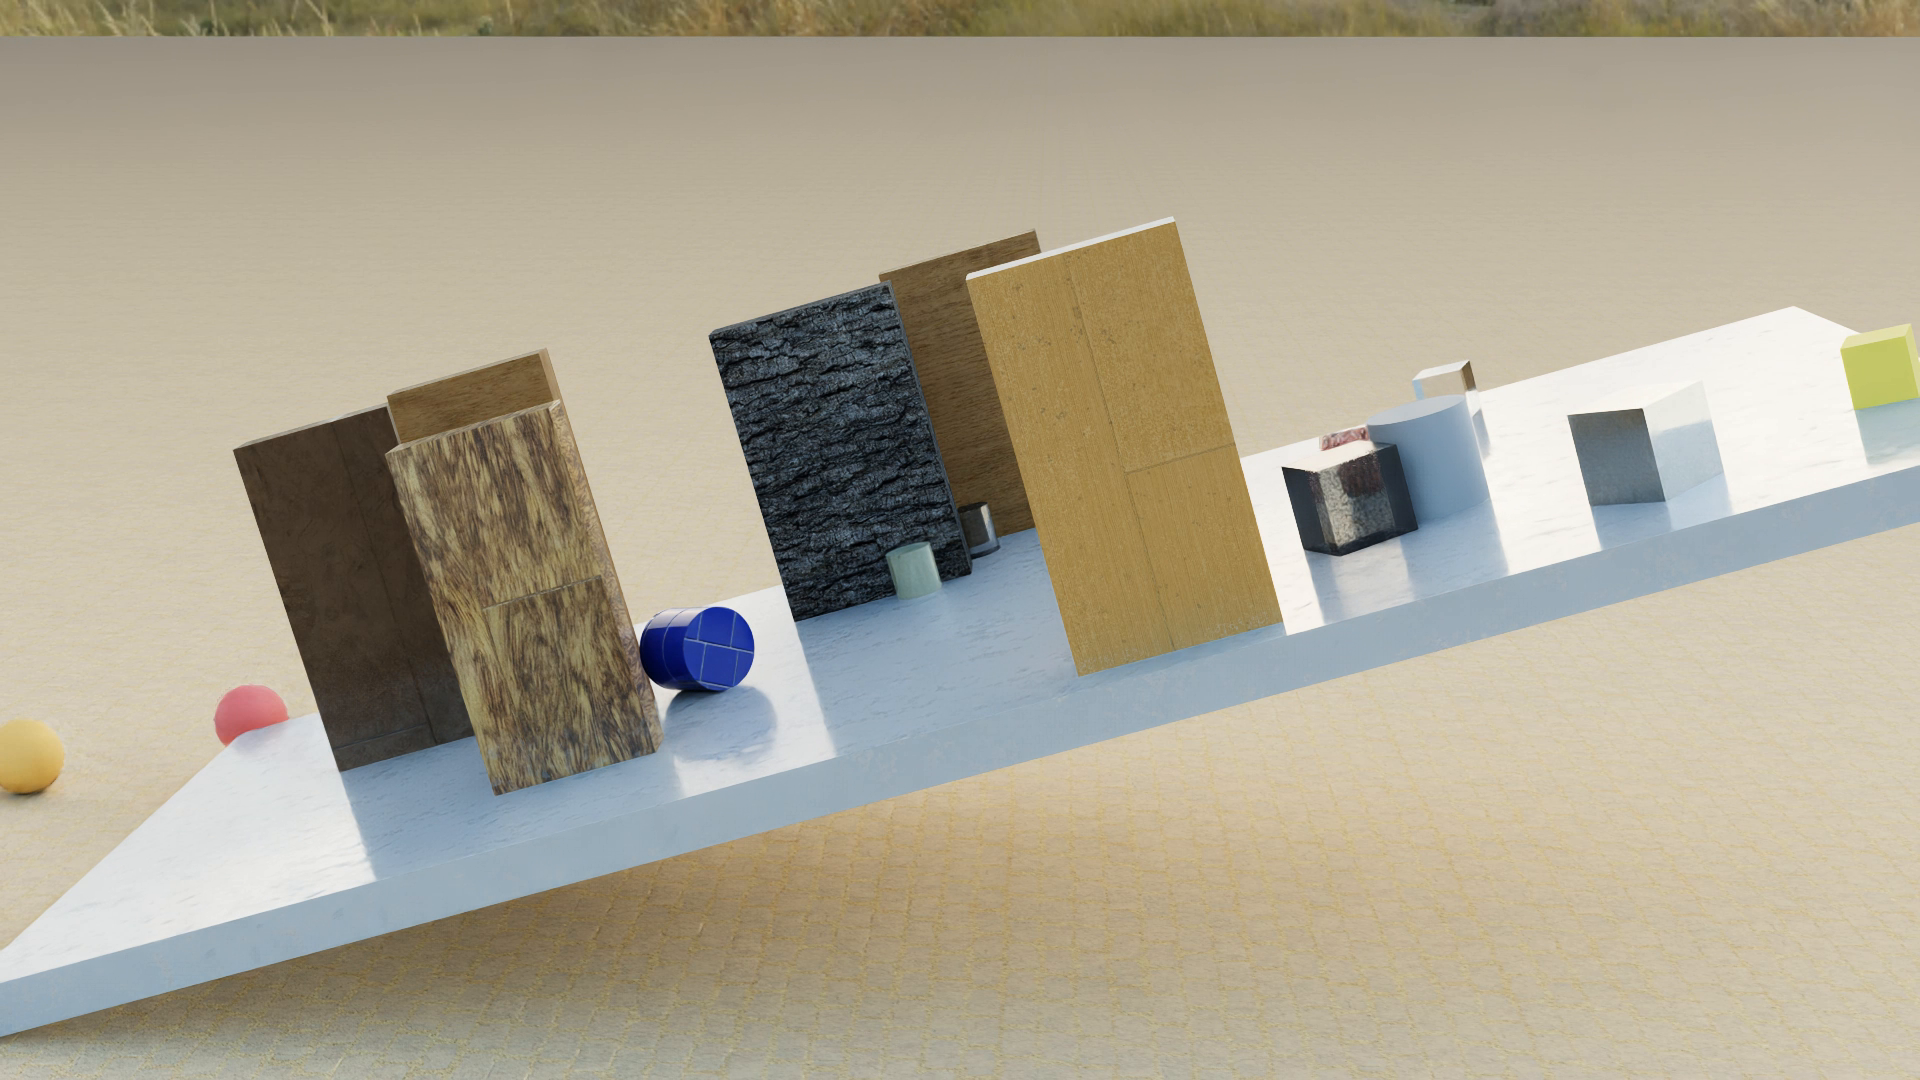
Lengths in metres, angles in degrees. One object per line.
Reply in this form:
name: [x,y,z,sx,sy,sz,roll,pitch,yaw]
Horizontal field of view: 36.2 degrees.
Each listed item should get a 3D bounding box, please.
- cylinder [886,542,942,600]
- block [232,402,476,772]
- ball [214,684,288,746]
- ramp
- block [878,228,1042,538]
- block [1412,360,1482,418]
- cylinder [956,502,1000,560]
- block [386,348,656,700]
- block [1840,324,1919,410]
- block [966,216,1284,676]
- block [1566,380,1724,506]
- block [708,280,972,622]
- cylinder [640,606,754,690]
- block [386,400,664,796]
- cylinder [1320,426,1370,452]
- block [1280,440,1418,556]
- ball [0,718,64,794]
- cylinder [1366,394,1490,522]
cylinder: [-0.105,0.070,6.696,0.105,0.105,0.105,-16,10,3]
block: [-1.317,0.103,6.551,0.357,0.756,0.120,-15,10,4]
ball: [-1.830,0.466,7.596,0.187,0.187,0.187,0,10,0]
ramp: [0.086,0.189,6.324,4.000,0.100,2.000,-15,10,4]
block: [0.087,-0.364,7.100,0.388,0.690,0.082,-15,10,4]
block: [1.153,-0.347,6.967,0.117,0.117,0.117,-12,10,24]
cylinder: [0.027,-0.020,6.974,0.112,0.112,0.112,-16,10,3]
block: [-0.932,0.020,6.274,0.337,0.793,0.099,-15,10,4]
block: [1.823,-0.343,5.811,0.125,0.125,0.125,-12,11,25]
block: [0.304,-0.170,5.415,0.391,0.762,0.120,-15,10,4]
block: [1.302,-0.184,5.588,0.183,0.183,0.183,-23,12,-36]
block: [-0.271,-0.204,6.772,0.425,0.690,0.122,-15,10,4]
cylinder: [-0.564,0.233,6.305,0.179,0.179,0.179,-8,3,-37]
block: [-0.860,0.116,5.847,0.337,0.715,0.126,-15,10,4]
cylinder: [0.872,-0.176,6.404,0.134,0.134,0.134,-11,5,25]
block: [0.781,-0.085,5.903,0.178,0.178,0.178,-19,10,-15]
ball: [-2.300,0.533,7.240,0.185,0.185,0.185,0,10,0]
cylinder: [0.953,-0.166,5.993,0.207,0.207,0.207,-16,10,3]
